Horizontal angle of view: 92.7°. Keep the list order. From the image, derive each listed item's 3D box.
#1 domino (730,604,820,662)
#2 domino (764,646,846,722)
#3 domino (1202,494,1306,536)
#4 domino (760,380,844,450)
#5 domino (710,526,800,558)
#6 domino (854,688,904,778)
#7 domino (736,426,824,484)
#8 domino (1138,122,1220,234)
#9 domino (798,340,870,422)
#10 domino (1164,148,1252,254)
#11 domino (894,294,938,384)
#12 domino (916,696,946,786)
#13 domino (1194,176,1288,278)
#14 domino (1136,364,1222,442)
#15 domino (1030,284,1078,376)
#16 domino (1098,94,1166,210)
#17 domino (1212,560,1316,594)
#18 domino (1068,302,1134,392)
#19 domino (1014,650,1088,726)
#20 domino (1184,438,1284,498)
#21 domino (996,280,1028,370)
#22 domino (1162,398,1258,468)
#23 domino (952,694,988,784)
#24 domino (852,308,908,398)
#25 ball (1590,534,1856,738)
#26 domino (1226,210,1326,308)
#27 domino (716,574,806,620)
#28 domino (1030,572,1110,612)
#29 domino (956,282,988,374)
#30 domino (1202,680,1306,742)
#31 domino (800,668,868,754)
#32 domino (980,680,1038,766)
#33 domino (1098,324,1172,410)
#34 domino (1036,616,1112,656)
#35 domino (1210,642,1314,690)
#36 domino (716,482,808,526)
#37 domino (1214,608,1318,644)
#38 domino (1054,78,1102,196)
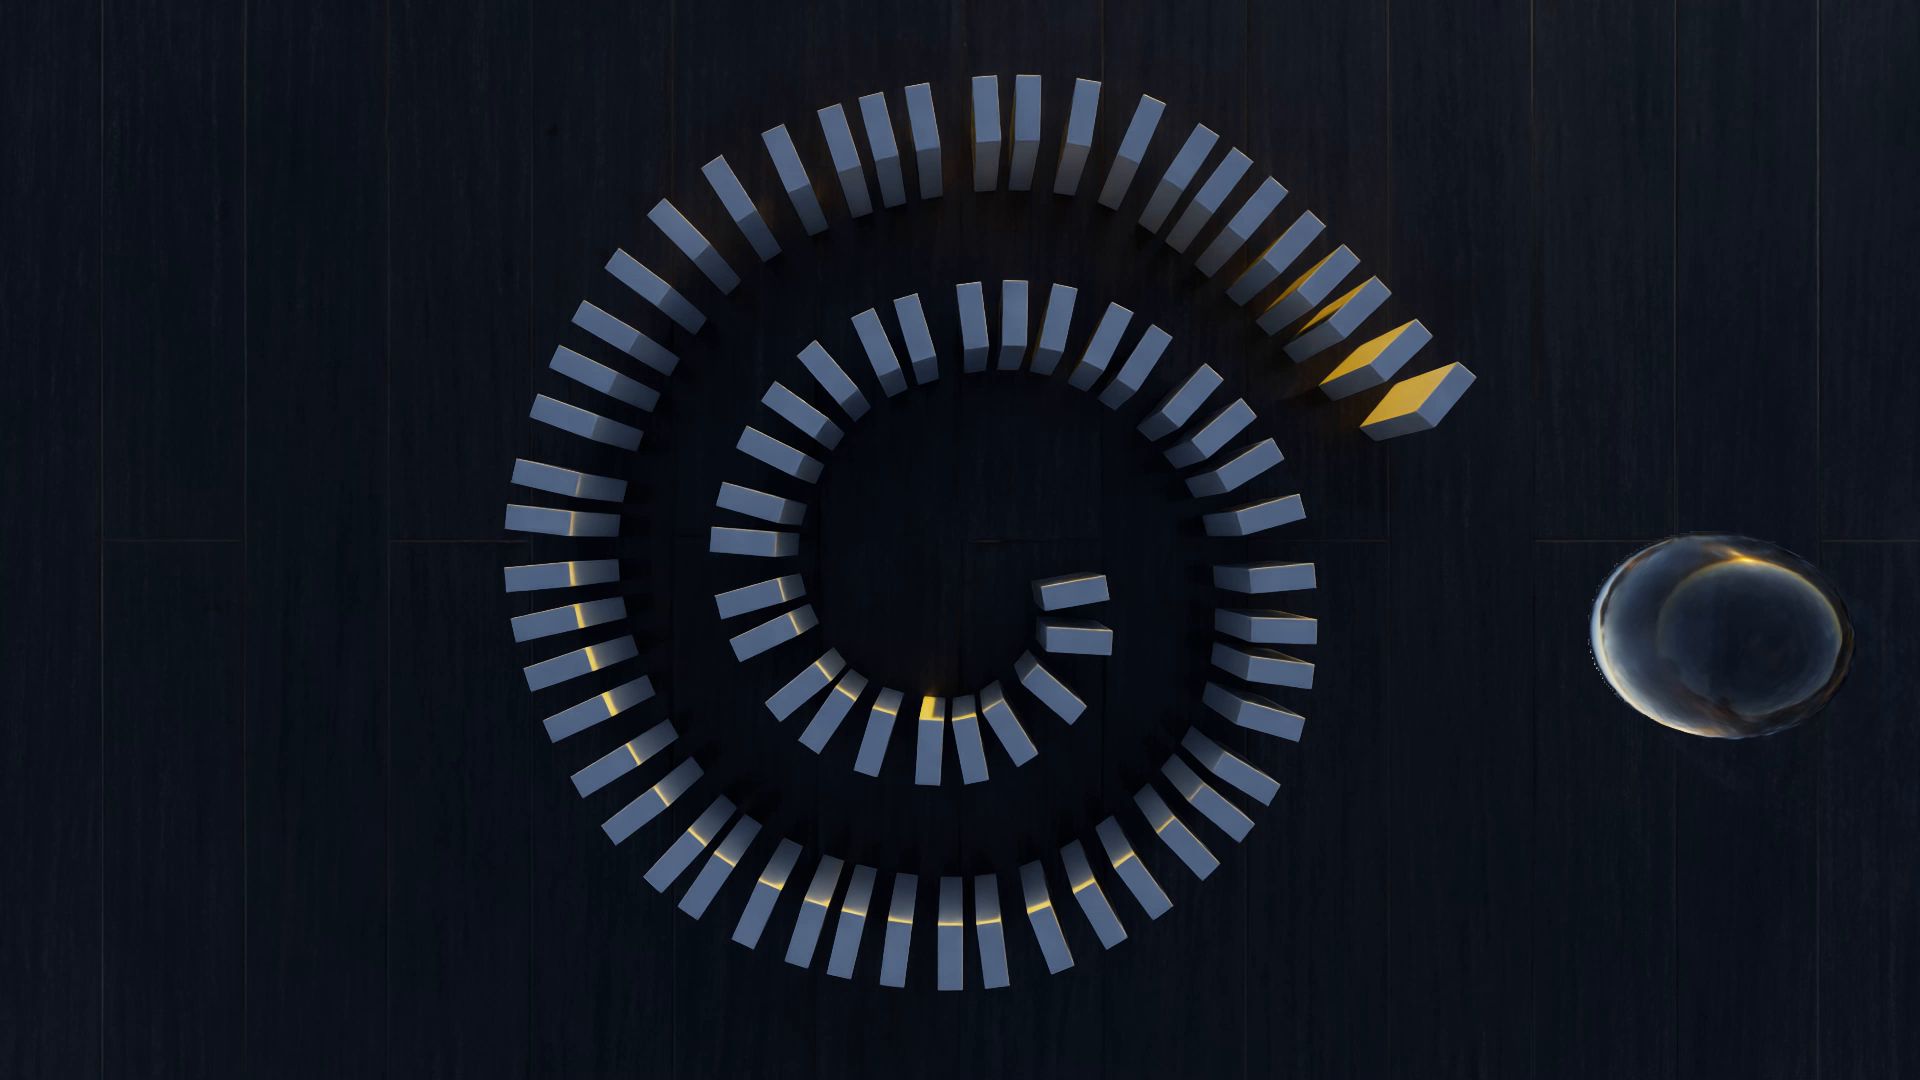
[{"bbox_3d":[-0.075,0.037,0.375,0.025,0.050,0.009,-25,90,0],"label":"domino"},{"bbox_3d":[-0.062,0.058,0.375,0.025,0.050,0.009,-39,90,0],"label":"domino"},{"bbox_3d":[0.119,-0.010,0.375,0.025,0.050,0.009,-16,90,0],"label":"domino"},{"bbox_3d":[-0.063,-0.050,0.375,0.025,0.050,0.009,35,90,0],"label":"domino"},{"bbox_3d":[-0.083,0.001,0.375,0.025,0.050,0.010,5,90,0],"label":"domino"},{"bbox_3d":[-0.033,0.077,0.375,0.009,0.050,0.025,17,90,0],"label":"domino"},{"bbox_3d":[-0.072,-0.034,0.375,0.025,0.050,0.010,26,90,0],"label":"domino"},{"bbox_3d":[0.088,-0.146,0.375,0.010,0.050,0.025,34,90,0],"label":"domino"},{"bbox_3d":[-0.051,-0.064,0.375,0.009,0.050,0.025,-41,90,0],"label":"domino"},{"bbox_3d":[0.101,-0.137,0.375,0.010,0.050,0.025,38,90,0],"label":"domino"},{"bbox_3d":[-0.017,-0.081,0.375,0.010,0.050,0.025,-17,90,0],"label":"domino"},{"bbox_3d":[-0.012,0.081,0.375,0.009,0.050,0.025,3,90,0],"label":"domino"},{"bbox_3d":[0.114,-0.127,0.375,0.010,0.050,0.025,41,90,0],"label":"domino"},{"bbox_3d":[0.089,-0.055,0.375,0.009,0.050,0.025,43,90,0],"label":"domino"},{"bbox_3d":[0.038,-0.085,0.375,0.010,0.050,0.025,13,90,0],"label":"domino"},{"bbox_3d":[0.069,-0.157,0.375,0.009,0.050,0.025,24,90,0],"label":"domino"},{"bbox_3d":[0.123,0.015,0.375,0.025,0.050,0.009,-5,90,0],"label":"domino"},{"bbox_3d":[0.057,-0.078,0.375,0.010,0.050,0.025,27,90,0],"label":"domino"},{"bbox_3d":[0.036,0.059,0.375,0.025,0.050,0.009,41,90,0],"label":"domino"},{"bbox_3d":[0.111,-0.029,0.375,0.025,0.050,0.009,-30,90,0],"label":"domino"},{"bbox_3d":[0.021,-0.087,0.375,0.009,0.050,0.025,1,90,0],"label":"domino"},{"bbox_3d":[0.101,-0.043,0.375,0.025,0.050,0.010,-40,90,0],"label":"domino"},{"bbox_3d":[0.004,0.080,0.375,0.010,0.050,0.025,-11,90,0],"label":"domino"},{"bbox_3d":[-0.032,-0.075,0.375,0.009,0.050,0.025,-24,90,0],"label":"domino"},{"bbox_3d":[0.296,0.037,0.360,0.080,0.080,0.080,0,90,0],"label":"ball"},{"bbox_3d":[0.128,-0.114,0.375,0.009,0.050,0.025,44,90,0],"label":"domino"},{"bbox_3d":[-0.080,0.022,0.375,0.025,0.050,0.010,-16,90,0],"label":"domino"},{"bbox_3d":[0.044,0.020,0.375,0.025,0.050,0.010,-10,90,0],"label":"domino"},{"bbox_3d":[0.005,-0.086,0.375,0.010,0.050,0.025,-7,90,0],"label":"domino"},{"bbox_3d":[0.119,0.069,0.375,0.025,0.050,0.009,16,90,0],"label":"domino"},{"bbox_3d":[-0.051,0.069,0.375,0.009,0.050,0.025,35,90,0],"label":"domino"},{"bbox_3d":[0.019,0.074,0.375,0.010,0.050,0.025,-32,90,0],"label":"domino"},{"bbox_3d":[0.071,-0.070,0.375,0.010,0.050,0.025,34,90,0],"label":"domino"},{"bbox_3d":[0.046,0.039,0.375,0.025,0.050,0.009,3,90,0],"label":"domino"},{"bbox_3d":[0.122,0.051,0.375,0.025,0.050,0.009,8,90,0],"label":"domino"},{"bbox_3d":[-0.080,-0.014,0.375,0.025,0.050,0.010,16,90,0],"label":"domino"},{"bbox_3d":[0.124,0.035,0.375,0.025,0.050,0.010,2,90,0],"label":"domino"},{"bbox_3d":[0.047,-0.163,0.375,0.010,0.050,0.025,9,90,0],"label":"domino"}]
